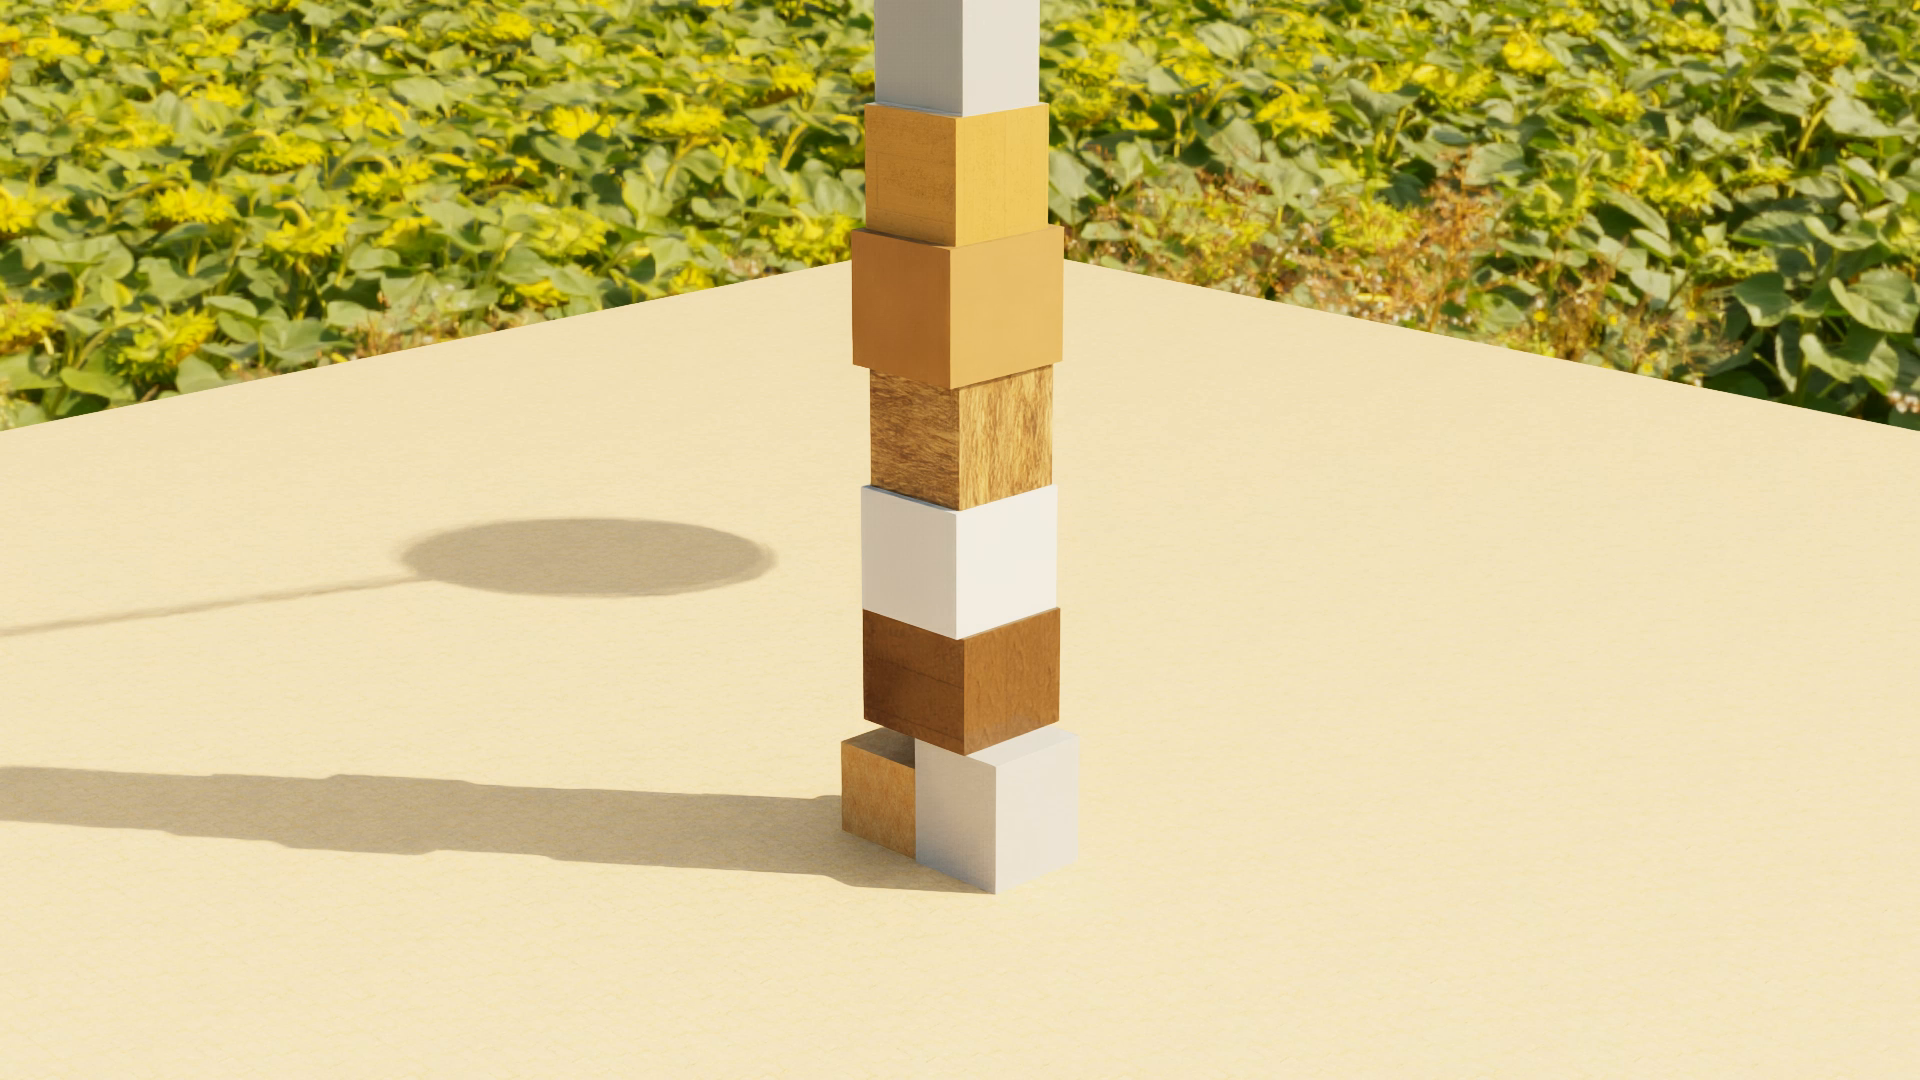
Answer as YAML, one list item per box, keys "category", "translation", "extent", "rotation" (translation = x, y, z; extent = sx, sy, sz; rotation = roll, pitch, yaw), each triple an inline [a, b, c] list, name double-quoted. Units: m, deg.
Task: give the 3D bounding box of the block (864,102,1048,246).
- category: "block"
  translation: [-0.014, -1.633, 12.815]
  extent: [0.572, 0.549, 0.561]
  rotation: [-17, 24, -42]

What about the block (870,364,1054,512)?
- category: "block"
  translation: [0.007, -0.522, 13.185]
  extent: [0.594, 0.574, 0.567]
  rotation: [-17, 24, -42]

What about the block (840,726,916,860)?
- category: "block"
  translation: [-0.194, 1.162, 13.895]
  extent: [0.530, 0.451, 0.511]
  rotation: [-17, 24, -42]

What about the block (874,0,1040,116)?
- category: "block"
  translation: [-0.014, -2.152, 12.652]
  extent: [0.466, 0.541, 0.540]
  rotation: [-17, 24, -42]

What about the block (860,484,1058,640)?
- category: "block"
  translation: [-0.004, 0.032, 13.348]
  extent: [0.645, 0.581, 0.614]
  rotation: [-17, 24, -42]

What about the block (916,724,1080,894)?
- category: "block"
  translation: [0.170, 1.194, 13.509]
  extent: [0.544, 0.622, 0.518]
  rotation: [-17, 24, -42]

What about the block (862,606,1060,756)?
- category: "block"
  translation: [0.006, 0.571, 13.528]
  extent: [0.625, 0.555, 0.662]
  rotation: [-17, 24, -42]

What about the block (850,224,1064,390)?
- category: "block"
  translation: [-0.010, -1.081, 12.992]
  extent: [0.707, 0.609, 0.619]
  rotation: [-17, 24, -42]
